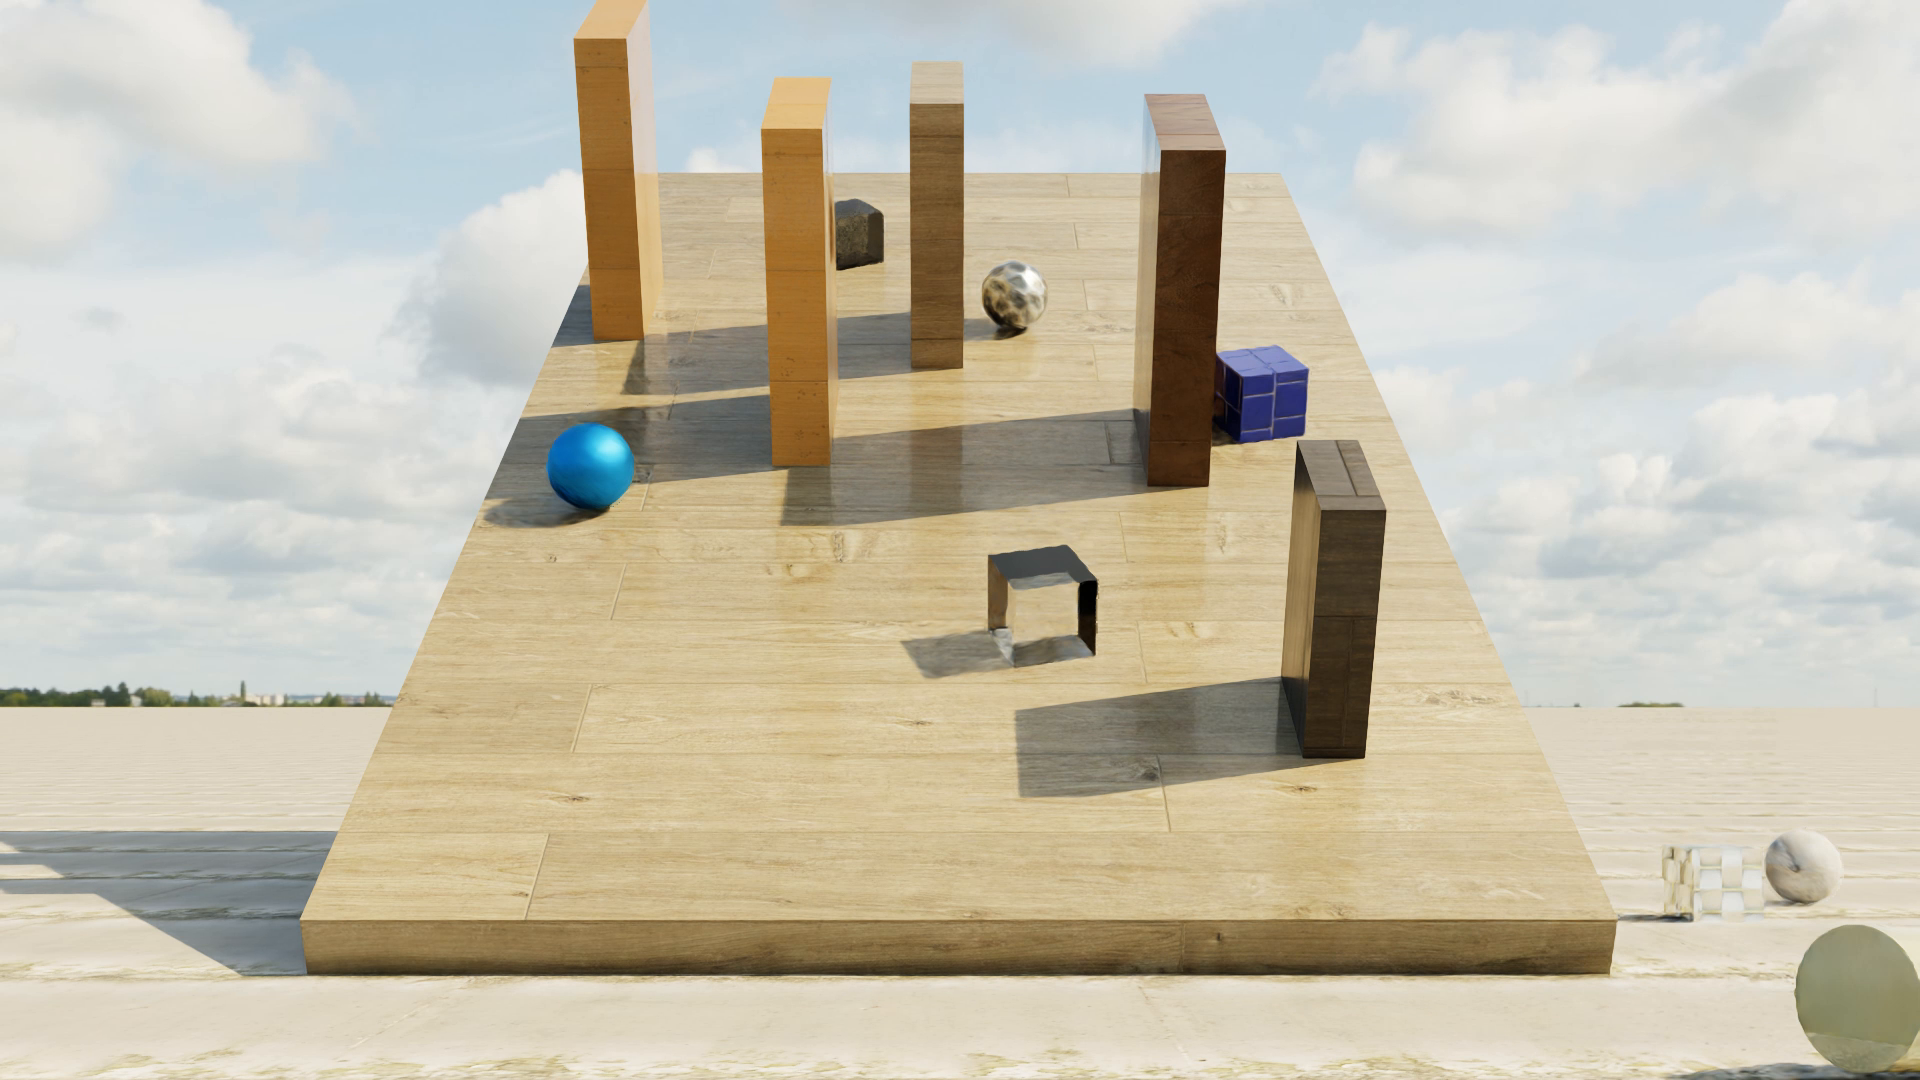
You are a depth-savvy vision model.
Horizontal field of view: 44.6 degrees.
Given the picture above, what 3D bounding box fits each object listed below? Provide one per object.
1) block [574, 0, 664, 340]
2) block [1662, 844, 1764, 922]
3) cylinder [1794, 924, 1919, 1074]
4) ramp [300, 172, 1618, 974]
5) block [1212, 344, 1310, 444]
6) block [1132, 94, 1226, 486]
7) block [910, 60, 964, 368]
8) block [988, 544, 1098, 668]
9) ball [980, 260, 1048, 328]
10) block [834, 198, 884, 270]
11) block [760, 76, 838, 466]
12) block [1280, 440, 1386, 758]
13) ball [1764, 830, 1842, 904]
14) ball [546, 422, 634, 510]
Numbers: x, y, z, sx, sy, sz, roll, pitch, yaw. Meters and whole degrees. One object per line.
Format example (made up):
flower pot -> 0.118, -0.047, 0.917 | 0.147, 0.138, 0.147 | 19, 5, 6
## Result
block -> -0.850, -0.934, 5.878 | 0.125, 0.754, 0.440 | 0, 25, 0
block -> 1.447, 0.660, 4.508 | 0.138, 0.138, 0.138 | 0, -4, -7
cylinder -> 1.039, 0.506, 2.586 | 0.159, 0.159, 0.159 | 8, -8, -34
ramp -> -0.009, -0.229, 5.387 | 2.000, 0.100, 4.000 | 0, 25, 0
block -> 0.676, -0.330, 5.299 | 0.161, 0.161, 0.161 | -8, 26, -17
block -> 0.468, -0.545, 5.074 | 0.132, 0.740, 0.449 | 0, 25, 0
block -> -0.055, -0.796, 5.711 | 0.126, 0.650, 0.406 | 0, 25, 0
block -> 0.150, 0.122, 4.338 | 0.158, 0.158, 0.158 | -8, 26, -16
ball -> 0.137, -0.616, 5.894 | 0.170, 0.170, 0.170 | 0, -4, 0
block -> -0.307, -0.832, 6.383 | 0.143, 0.143, 0.143 | -15, 29, -28
block -> -0.347, -0.595, 5.163 | 0.126, 0.752, 0.430 | 0, 25, 0
block -> 0.637, 0.099, 4.027 | 0.106, 0.465, 0.295 | 0, 25, 0
ball -> 1.743, 0.676, 4.849 | 0.153, 0.153, 0.153 | 0, -4, 0
ball -> -0.771, -0.154, 4.892 | 0.181, 0.181, 0.181 | 0, -4, 0
